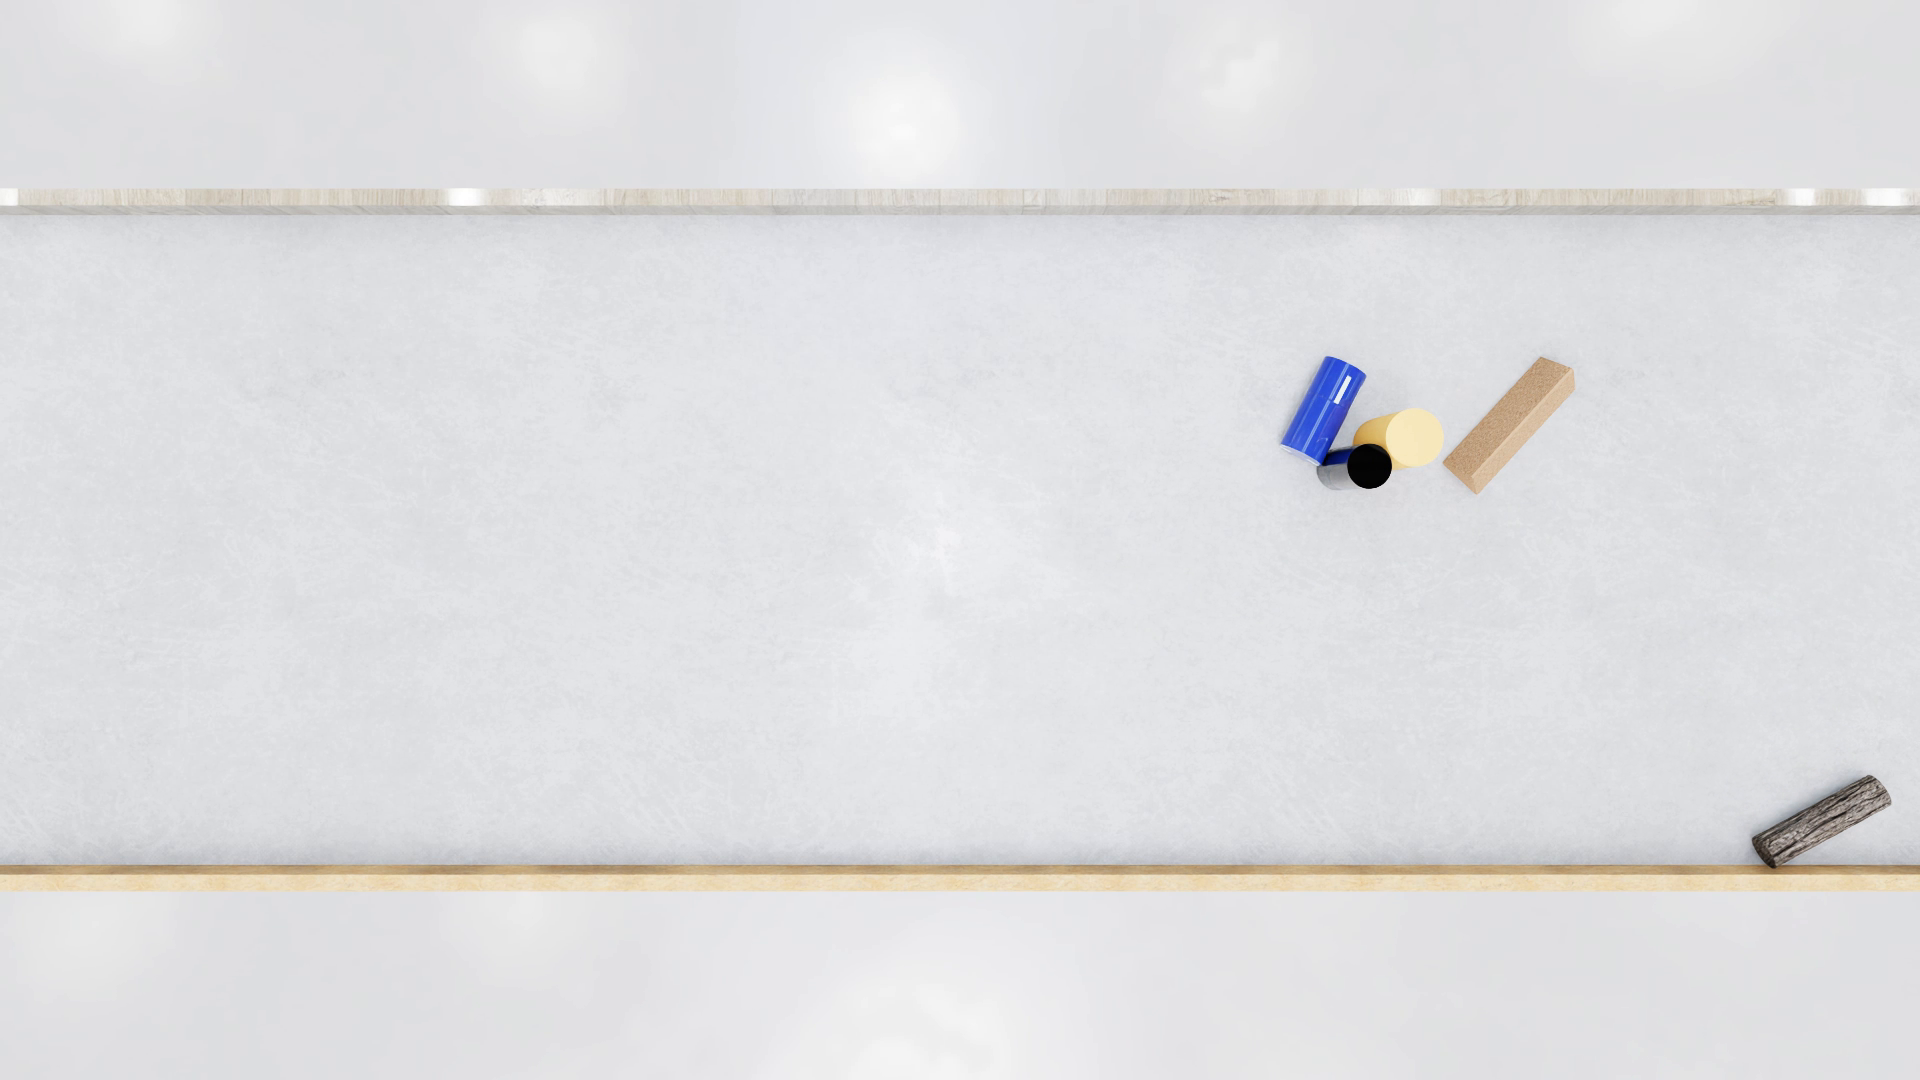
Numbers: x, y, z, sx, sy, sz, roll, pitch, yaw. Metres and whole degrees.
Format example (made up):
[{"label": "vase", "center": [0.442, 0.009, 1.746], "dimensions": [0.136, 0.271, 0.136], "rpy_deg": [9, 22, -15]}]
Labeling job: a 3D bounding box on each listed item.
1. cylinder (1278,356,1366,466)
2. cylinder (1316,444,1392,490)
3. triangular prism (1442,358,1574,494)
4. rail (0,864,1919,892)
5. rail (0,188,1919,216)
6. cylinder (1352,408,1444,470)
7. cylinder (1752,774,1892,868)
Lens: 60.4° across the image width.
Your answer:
[{"label": "cylinder", "center": [1.101, -0.391, 5.006], "dimensions": [0.141, 0.141, 0.301], "rpy_deg": [27, 90, 0]}, {"label": "cylinder", "center": [1.169, -0.215, 4.904], "dimensions": [0.131, 0.339, 0.131], "rpy_deg": [0, 91, -2]}, {"label": "triangular prism", "center": [1.687, -0.350, 5.011], "dimensions": [0.144, 0.125, 0.444], "rpy_deg": [43, 90, 0]}, {"label": "rail", "center": [-2.247, 1.025, 5.001], "dimensions": [12.000, 0.150, 0.050], "rpy_deg": [0, 90, 0]}, {"label": "rail", "center": [-2.247, -1.025, 5.002], "dimensions": [12.000, 0.150, 0.050], "rpy_deg": [0, 90, 0]}, {"label": "cylinder", "center": [1.296, -0.292, 4.897], "dimensions": [0.167, 0.355, 0.167], "rpy_deg": [0, 90, -2]}, {"label": "cylinder", "center": [2.623, 0.858, 5.023], "dimensions": [0.399, 0.107, 0.107], "rpy_deg": [-28, 90, 0]}]
